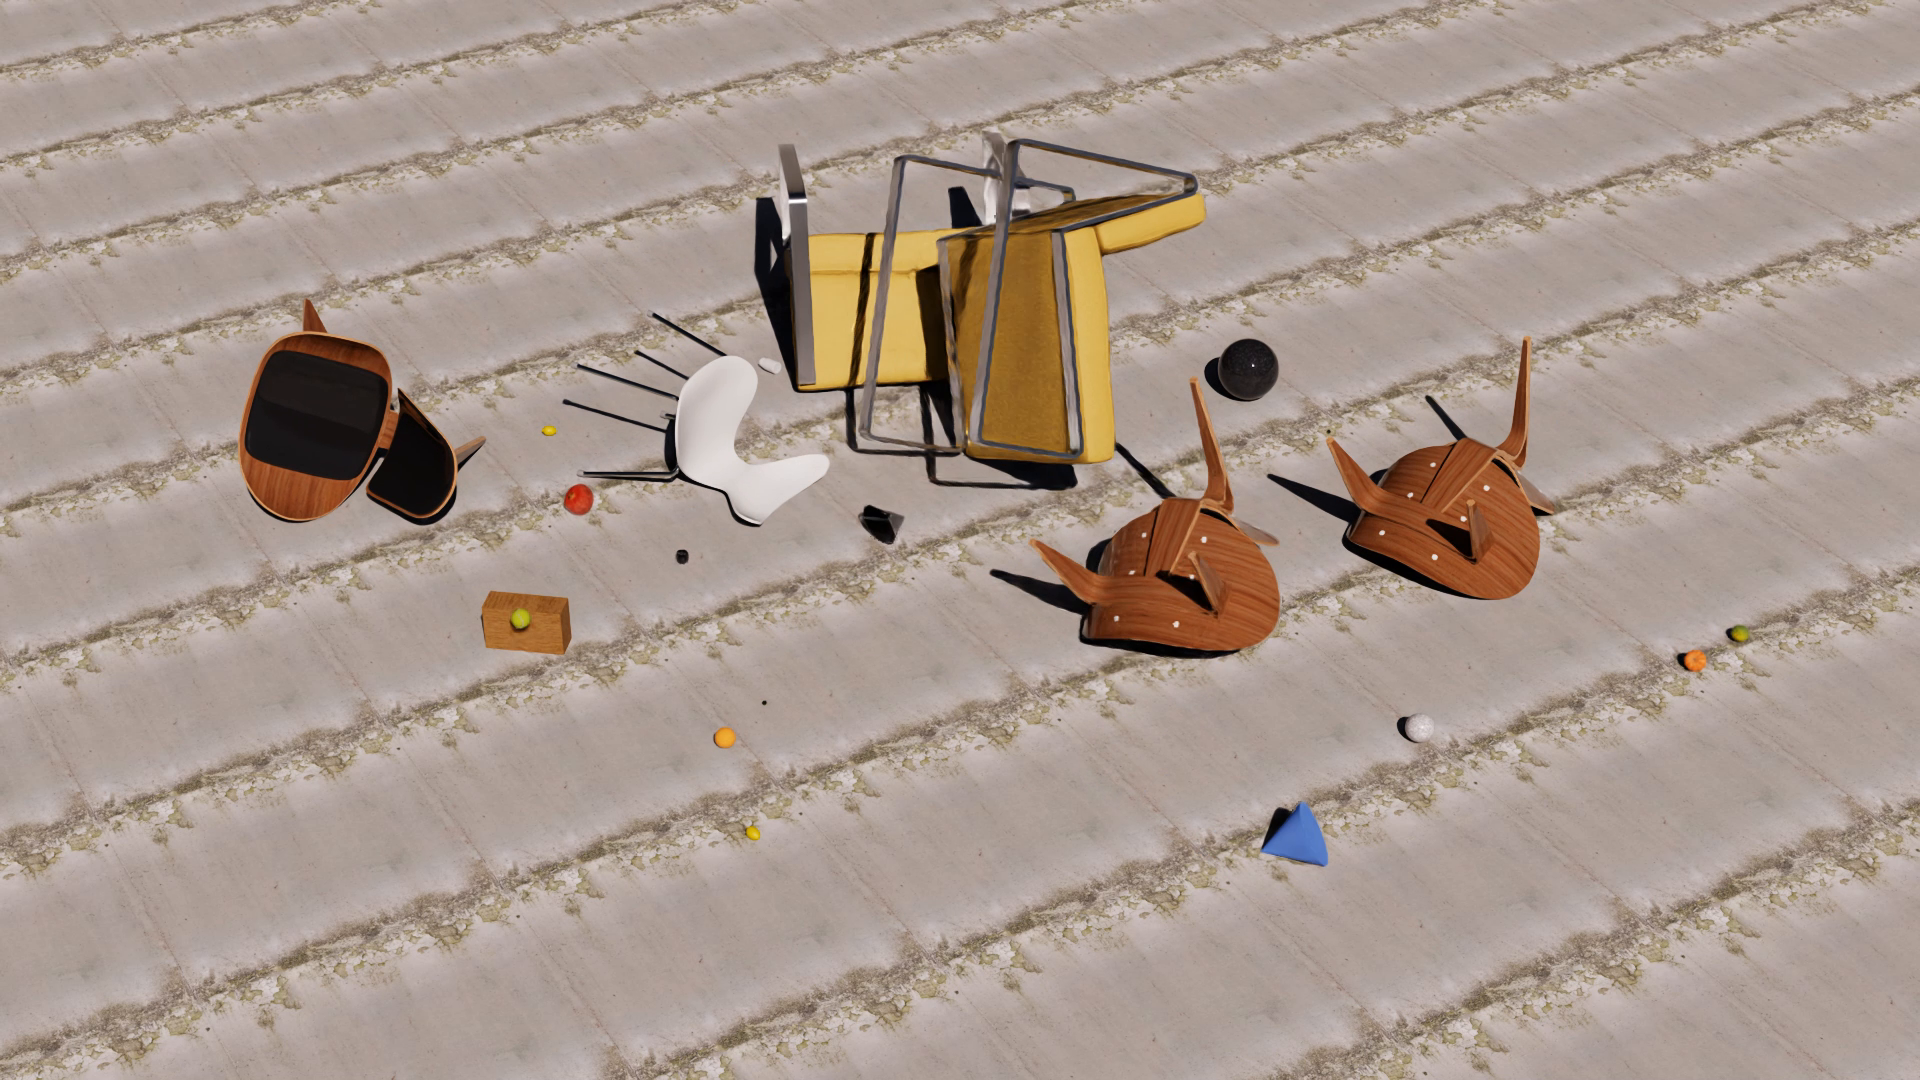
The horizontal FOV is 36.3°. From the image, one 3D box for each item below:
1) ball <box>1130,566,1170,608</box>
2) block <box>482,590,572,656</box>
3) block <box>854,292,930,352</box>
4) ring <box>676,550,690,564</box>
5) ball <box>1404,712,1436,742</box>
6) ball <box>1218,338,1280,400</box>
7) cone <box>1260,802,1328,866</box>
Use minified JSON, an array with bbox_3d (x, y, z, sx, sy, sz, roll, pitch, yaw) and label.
[{"bbox_3d":[0.685,0.171,10.550,0.149,0.149,0.149,0,33,0],"label":"ball"},{"bbox_3d":[-1.527,0.293,10.342,0.284,0.175,0.104,5,34,7],"label":"block"},{"bbox_3d":[-0.281,-0.902,12.136,0.298,0.195,0.141,-3,33,-4],"label":"block"},{"bbox_3d":[-1.024,0.062,10.816,0.049,0.039,0.055,-10,36,-19],"label":"ring"},{"bbox_3d":[1.551,0.633,9.892,0.101,0.101,0.101,0,33,0],"label":"ball"},{"bbox_3d":[1.157,-0.686,11.760,0.248,0.248,0.248,0,33,0],"label":"ball"},{"bbox_3d":[1.046,0.971,9.386,0.191,0.220,0.161,-21,8,22],"label":"cone"}]
